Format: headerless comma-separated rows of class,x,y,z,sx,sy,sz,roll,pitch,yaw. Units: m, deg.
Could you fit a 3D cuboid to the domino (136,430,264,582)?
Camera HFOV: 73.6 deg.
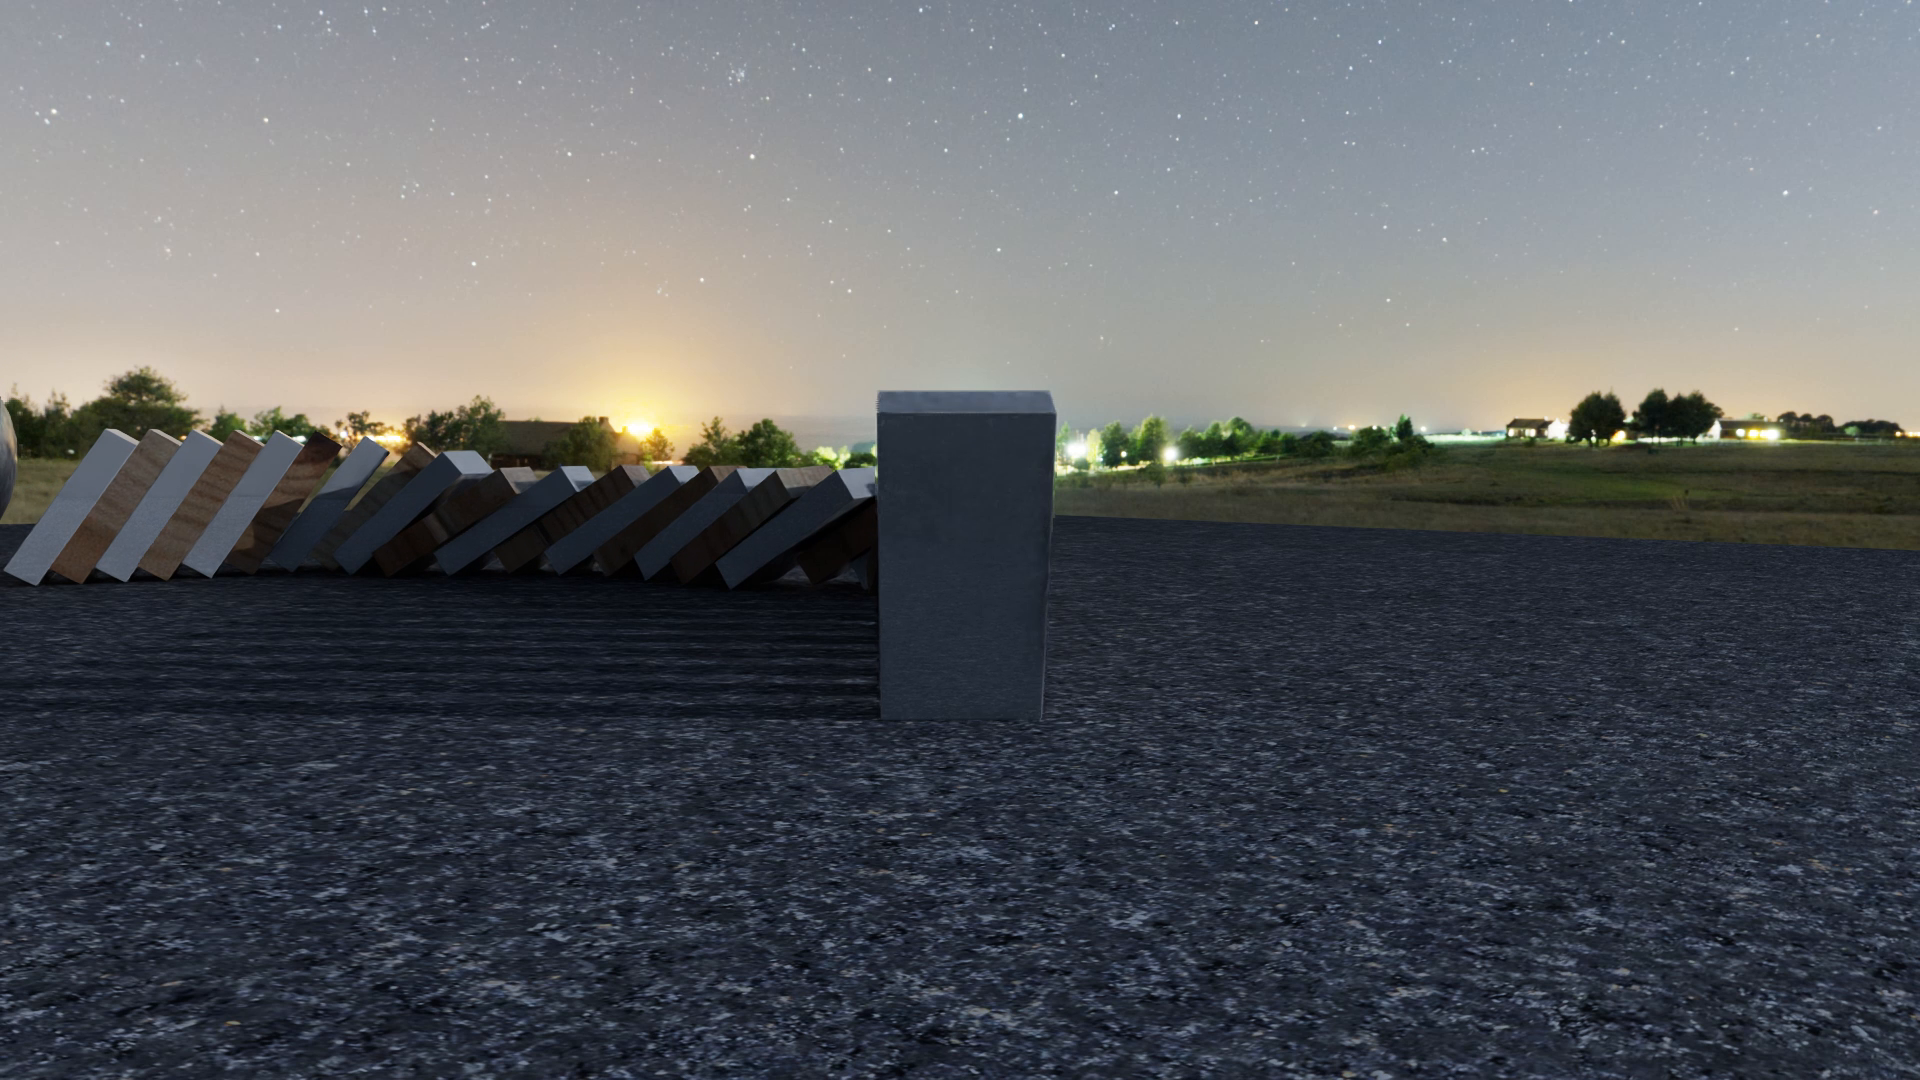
domino,-0.242,-0.012,0.411,0.009,0.050,0.025,35,-11,-24

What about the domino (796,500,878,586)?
domino,-0.022,-0.005,0.379,0.050,0.009,0.025,-34,-4,15

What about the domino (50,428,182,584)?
domino,-0.263,-0.011,0.402,0.009,0.050,0.025,35,-11,-24

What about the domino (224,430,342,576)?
domino,-0.225,-0.013,0.428,0.010,0.050,0.025,35,-11,-24

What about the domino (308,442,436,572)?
domino,-0.199,-0.012,0.439,0.009,0.050,0.025,44,-10,-17

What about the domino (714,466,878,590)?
domino,-0.045,-0.004,0.375,0.050,0.009,0.025,-35,-10,24

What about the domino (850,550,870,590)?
domino,-0.006,-0.002,0.379,0.050,0.009,0.025,-29,-3,14

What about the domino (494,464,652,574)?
domino,-0.126,-0.007,0.422,0.050,0.009,0.025,-33,1,4

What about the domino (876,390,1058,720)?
domino,0.000,0.003,0.192,0.025,0.050,0.010,0,25,-2

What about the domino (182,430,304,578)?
domino,-0.234,-0.012,0.420,0.009,0.050,0.025,35,-11,-24

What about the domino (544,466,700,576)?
domino,-0.108,-0.007,0.419,0.050,0.009,0.025,-33,-1,8

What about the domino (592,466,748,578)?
domino,-0.091,-0.006,0.411,0.050,0.009,0.025,-34,-6,16

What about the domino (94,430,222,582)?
domino,-0.252,-0.011,0.406,0.010,0.050,0.025,35,-11,-24

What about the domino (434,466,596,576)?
domino,-0.144,-0.007,0.420,0.050,0.010,0.025,-33,2,4

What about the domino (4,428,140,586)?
domino,-0.273,-0.011,0.397,0.009,0.050,0.025,35,-11,-24

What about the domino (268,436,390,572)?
domino,-0.215,-0.013,0.437,0.009,0.050,0.025,39,-13,-23

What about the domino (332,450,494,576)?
domino,-0.180,-0.009,0.422,0.050,0.010,0.025,-41,2,5

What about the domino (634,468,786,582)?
domino,-0.075,-0.005,0.397,0.050,0.010,0.025,-35,-14,28

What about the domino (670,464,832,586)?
domino,-0.061,-0.004,0.383,0.050,0.010,0.025,-36,-12,29

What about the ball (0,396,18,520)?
ball,-0.301,-0.023,0.343,0.080,0.080,0.080,0,4,0

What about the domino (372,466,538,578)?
domino,-0.163,-0.006,0.418,0.050,0.010,0.025,-32,2,4

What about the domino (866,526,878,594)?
domino,-0.009,-0.001,0.345,0.025,0.009,0.050,-1,-30,-14
